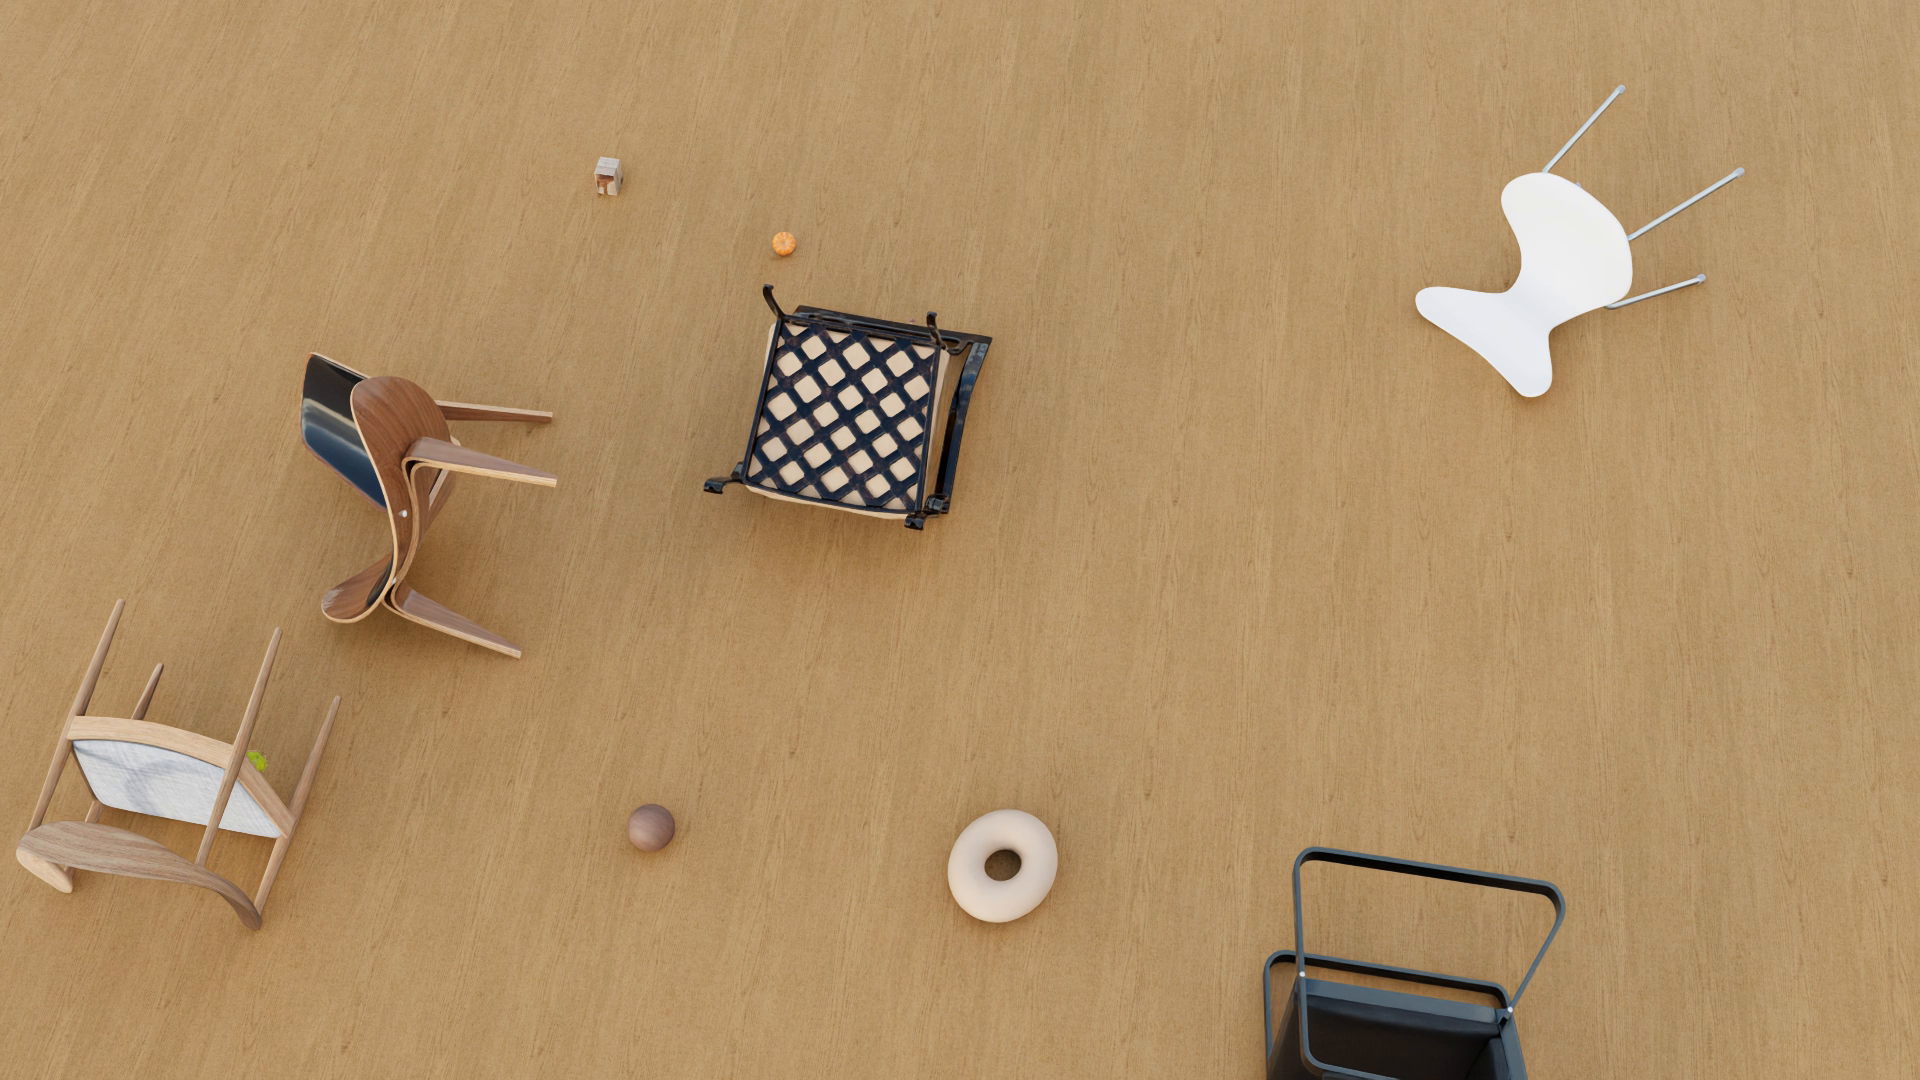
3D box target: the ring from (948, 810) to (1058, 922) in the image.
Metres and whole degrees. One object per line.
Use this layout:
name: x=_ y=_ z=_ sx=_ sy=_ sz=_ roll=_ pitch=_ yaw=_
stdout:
ring: x=0.115 y=0.875 z=5.919 sx=0.288 sy=0.114 sz=0.333 roll=22 pitch=58 yaw=15

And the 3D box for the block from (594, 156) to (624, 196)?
block: x=-1.171 y=-1.213 z=7.330 sx=0.066 sy=0.095 sz=0.075 roll=9 pitch=57 yaw=6
